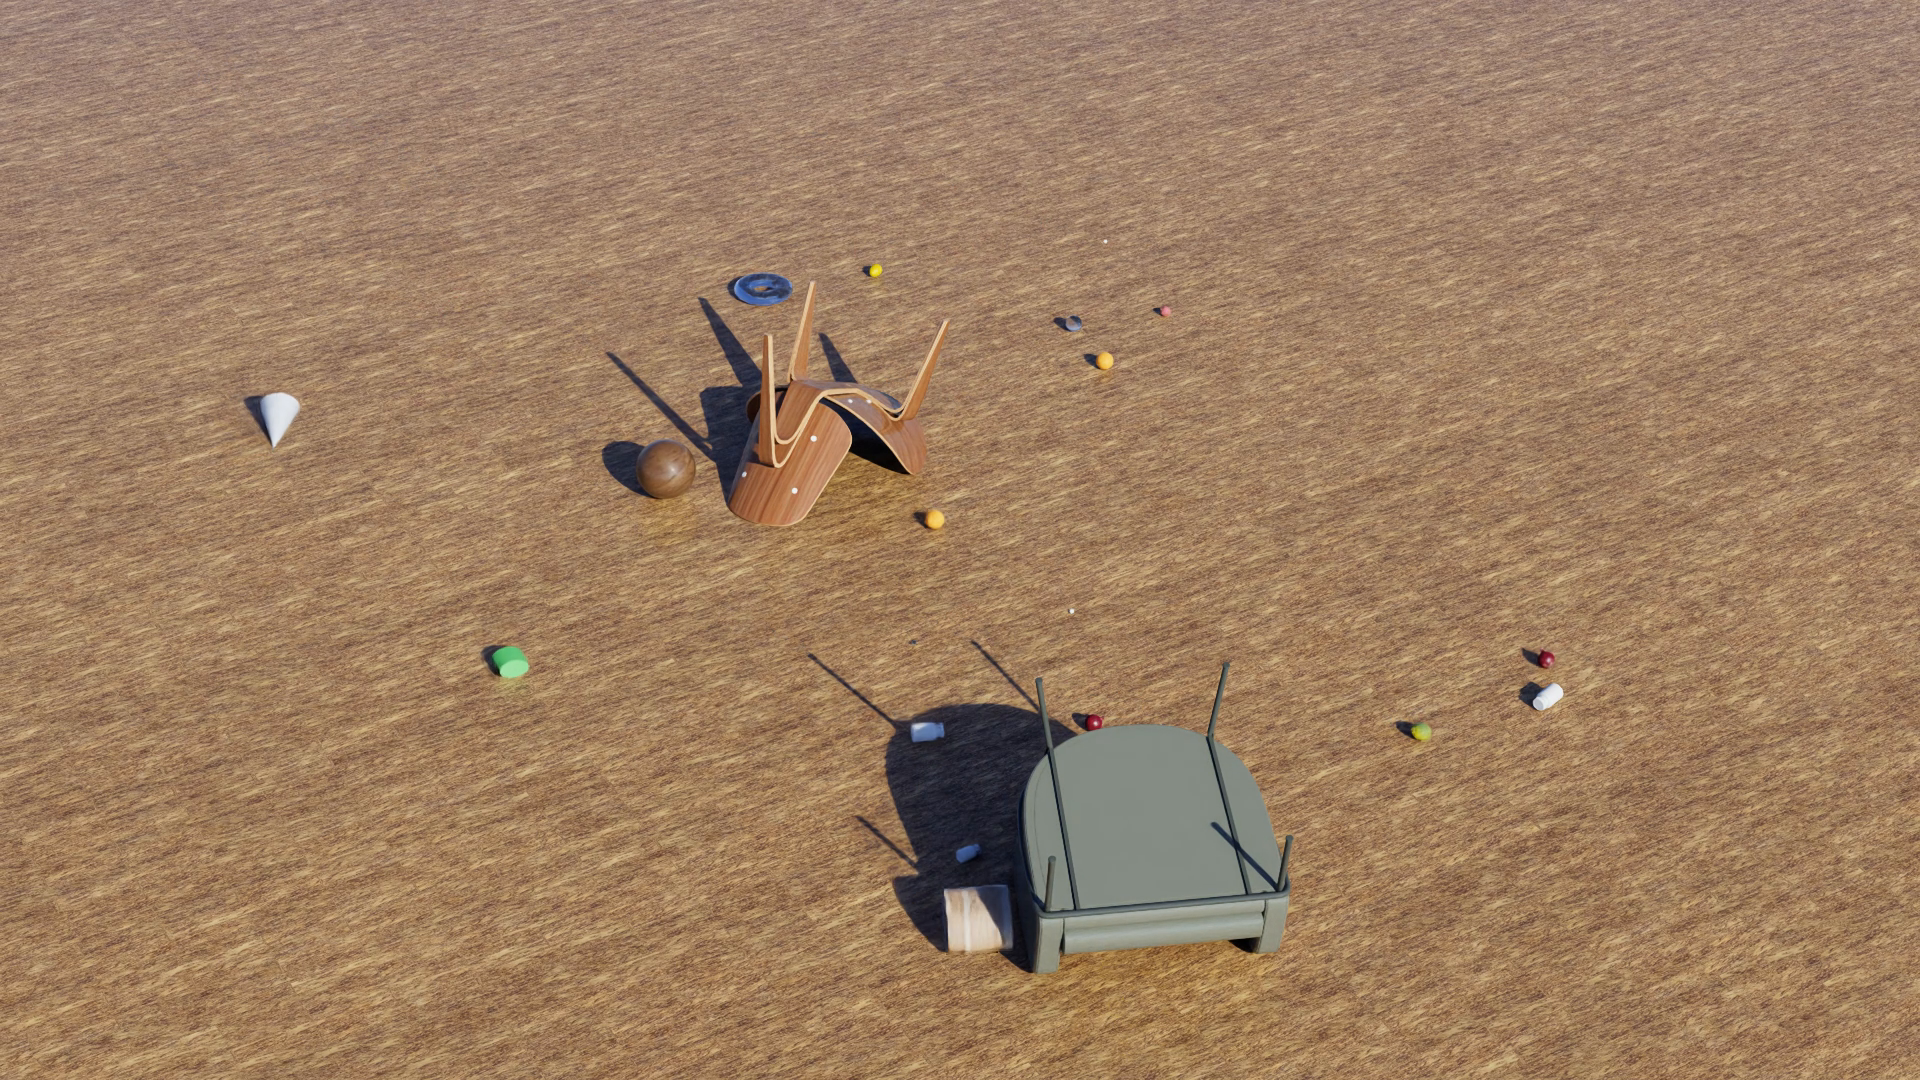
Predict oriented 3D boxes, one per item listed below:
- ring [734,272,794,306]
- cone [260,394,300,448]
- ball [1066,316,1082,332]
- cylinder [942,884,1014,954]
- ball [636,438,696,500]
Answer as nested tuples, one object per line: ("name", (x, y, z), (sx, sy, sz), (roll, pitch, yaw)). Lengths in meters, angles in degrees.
("ring", (-0.839, -1.073, 12.527), (0.256, 0.051, 0.250), (24, 39, 30))
("cone", (-2.690, -0.442, 11.541), (0.151, 0.182, 0.209), (14, 53, -22))
("ball", (0.476, -0.906, 12.256), (0.069, 0.069, 0.069), (0, 33, 0))
("cylinder", (0.053, 1.165, 9.023), (0.198, 0.155, 0.201), (-4, 68, -6))
("ball", (-1.118, -0.270, 11.145), (0.230, 0.230, 0.230), (0, 33, 0))
